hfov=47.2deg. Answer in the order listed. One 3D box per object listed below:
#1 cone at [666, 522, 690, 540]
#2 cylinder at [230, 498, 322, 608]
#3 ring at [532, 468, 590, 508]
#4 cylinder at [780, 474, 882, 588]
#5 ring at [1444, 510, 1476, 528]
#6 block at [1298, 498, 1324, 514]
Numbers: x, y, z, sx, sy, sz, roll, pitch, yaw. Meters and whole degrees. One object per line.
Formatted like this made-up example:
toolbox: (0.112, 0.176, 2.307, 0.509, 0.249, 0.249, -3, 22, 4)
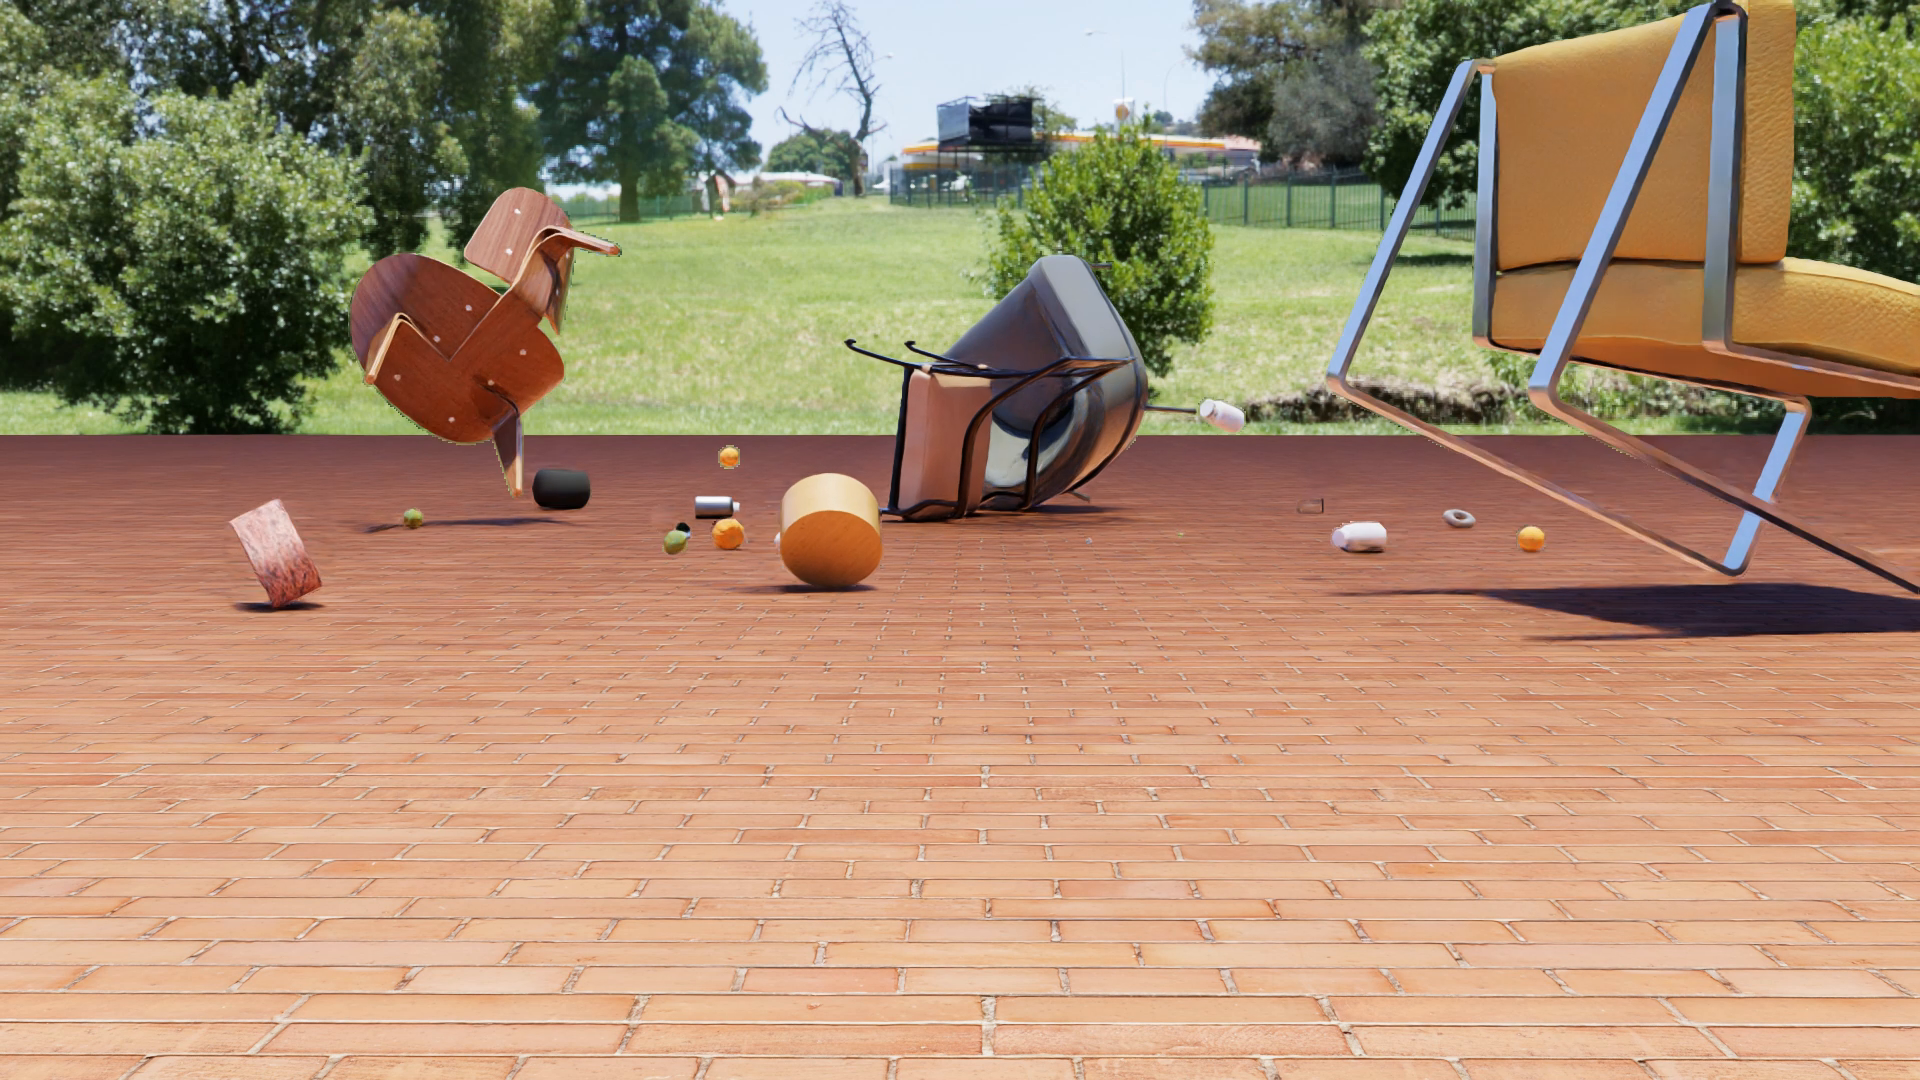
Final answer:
cone: (-0.853, -0.015, 6.570, 0.085, 0.054, 0.053, -20, -2, 39)
cylinder: (-1.408, 0.027, 4.529, 0.105, 0.184, 0.235, -27, 42, -17)
ring: (-1.497, -0.192, 8.266, 0.204, 0.138, 0.225, 7, 5, 34)
cylinder: (-0.292, -0.020, 4.948, 0.230, 0.221, 0.133, 33, 29, -28)
ring: (1.618, -0.067, 7.126, 0.107, 0.057, 0.034, 13, -34, 0)
block: (1.268, -0.124, 7.962, 0.084, 0.053, 0.059, 0, 4, -5)
